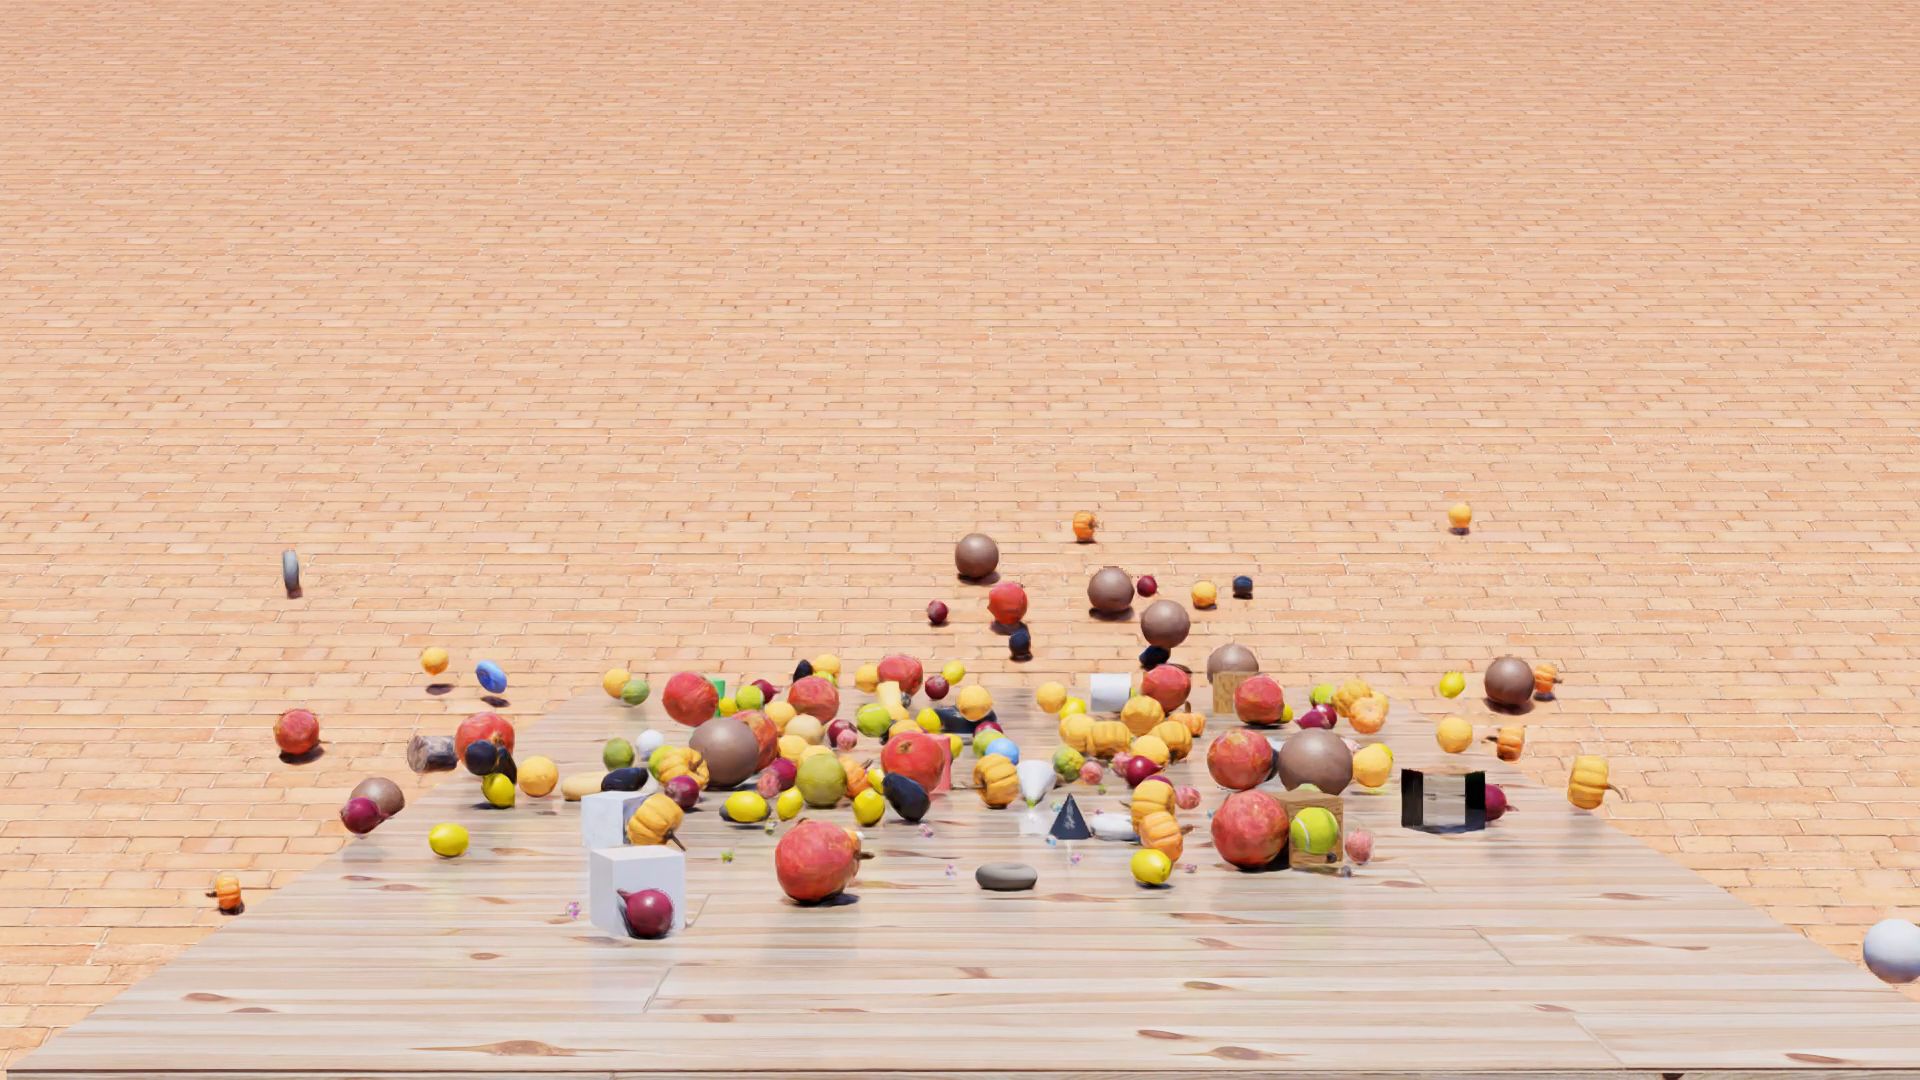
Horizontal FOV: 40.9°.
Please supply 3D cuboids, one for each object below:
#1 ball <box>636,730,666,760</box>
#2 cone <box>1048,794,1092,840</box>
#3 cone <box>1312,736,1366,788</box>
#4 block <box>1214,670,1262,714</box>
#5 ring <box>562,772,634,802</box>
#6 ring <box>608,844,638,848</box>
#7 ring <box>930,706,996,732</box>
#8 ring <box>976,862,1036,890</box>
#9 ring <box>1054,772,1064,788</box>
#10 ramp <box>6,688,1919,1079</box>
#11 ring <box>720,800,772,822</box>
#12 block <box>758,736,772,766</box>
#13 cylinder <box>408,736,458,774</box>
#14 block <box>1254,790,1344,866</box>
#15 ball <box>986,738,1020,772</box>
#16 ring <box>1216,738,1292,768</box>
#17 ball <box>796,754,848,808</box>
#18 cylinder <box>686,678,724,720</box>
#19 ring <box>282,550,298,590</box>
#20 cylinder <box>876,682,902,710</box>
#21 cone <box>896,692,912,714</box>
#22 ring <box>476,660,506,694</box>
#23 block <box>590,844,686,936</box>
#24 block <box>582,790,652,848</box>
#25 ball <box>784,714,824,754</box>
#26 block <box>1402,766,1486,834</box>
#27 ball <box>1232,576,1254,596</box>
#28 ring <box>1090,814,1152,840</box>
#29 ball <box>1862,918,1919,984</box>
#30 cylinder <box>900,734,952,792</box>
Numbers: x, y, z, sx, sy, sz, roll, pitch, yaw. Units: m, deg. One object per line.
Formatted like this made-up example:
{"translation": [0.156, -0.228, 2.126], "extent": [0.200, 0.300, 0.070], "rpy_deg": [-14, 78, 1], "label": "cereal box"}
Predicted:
{"translation": [-0.605, 0.401, 5.040], "extent": [0.059, 0.059, 0.059], "rpy_deg": [0, 24, 0], "label": "ball"}
{"translation": [0.173, 0.431, 4.055], "extent": [0.071, 0.071, 0.071], "rpy_deg": [0, 2, 0], "label": "cone"}
{"translation": [0.678, 0.422, 4.655], "extent": [0.099, 0.099, 0.099], "rpy_deg": [7, 31, 15], "label": "cone"}
{"translation": [0.642, 0.352, 5.957], "extent": [0.090, 0.090, 0.090], "rpy_deg": [1, 2, 22], "label": "block"}
{"translation": [-0.632, 0.431, 4.495], "extent": [0.125, 0.042, 0.125], "rpy_deg": [-1, 2, 0], "label": "ring"}
{"translation": [-0.485, 0.463, 3.763], "extent": [0.087, 0.029, 0.087], "rpy_deg": [1, 1, 0], "label": "ring"}
{"translation": [0.006, 0.387, 5.573], "extent": [0.147, 0.049, 0.147], "rpy_deg": [1, 2, 0], "label": "ring"}
{"translation": [0.064, 0.469, 3.594], "extent": [0.087, 0.029, 0.087], "rpy_deg": [1, 2, 0], "label": "ring"}
{"translation": [0.151, 0.433, 4.648], "extent": [0.075, 0.025, 0.075], "rpy_deg": [1, 1, 0], "label": "ring"}
{"translation": [0.055, 0.499, 4.546], "extent": [2.000, 0.100, 4.000], "rpy_deg": [0, 2, 0], "label": "ramp"}
{"translation": [-0.353, 0.446, 4.240], "extent": [0.087, 0.029, 0.087], "rpy_deg": [-1, 3, 0], "label": "ring"}
{"translation": [-0.395, 0.407, 4.971], "extent": [0.054, 0.054, 0.054], "rpy_deg": [-1, 2, -15], "label": "block"}
{"translation": [-1.046, 0.425, 5.113], "extent": [0.073, 0.073, 0.073], "rpy_deg": [2, 17, -43], "label": "cylinder"}
{"translation": [0.502, 0.427, 3.827], "extent": [0.096, 0.096, 0.096], "rpy_deg": [-1, 2, -26], "label": "block"}
{"translation": [0.080, 0.405, 4.850], "extent": [0.065, 0.065, 0.065], "rpy_deg": [0, 24, 0], "label": "ball"}
{"translation": [0.567, 0.409, 4.963], "extent": [0.146, 0.049, 0.146], "rpy_deg": [-1, 1, 0], "label": "ring"}
{"translation": [-0.235, 0.409, 4.386], "extent": [0.091, 0.091, 0.091], "rpy_deg": [0, 24, 0], "label": "ball"}
{"translation": [-0.576, 0.359, 5.829], "extent": [0.086, 0.086, 0.086], "rpy_deg": [0, 2, 0], "label": "cylinder"}
{"translation": [-1.889, 0.087, 7.270], "extent": [0.038, 0.115, 0.115], "rpy_deg": [-3, 24, -18], "label": "ring"}
{"translation": [-0.160, 0.355, 5.853], "extent": [0.052, 0.052, 0.052], "rpy_deg": [-10, -19, -3], "label": "cylinder"}
{"translation": [-0.141, 0.386, 5.941], "extent": [0.053, 0.053, 0.053], "rpy_deg": [1, 29, 3], "label": "cone"}
{"translation": [-1.209, 0.353, 6.645], "extent": [0.097, 0.097, 0.032], "rpy_deg": [17, 30, 34], "label": "ring"}
{"translation": [-0.413, 0.447, 3.296], "extent": [0.095, 0.095, 0.095], "rpy_deg": [-1, 2, -26], "label": "block"}
{"translation": [-0.529, 0.431, 3.973], "extent": [0.077, 0.077, 0.077], "rpy_deg": [1, 2, 29], "label": "block"}
{"translation": [-0.310, 0.387, 5.129], "extent": [0.081, 0.081, 0.081], "rpy_deg": [0, 24, 0], "label": "ball"}
{"translation": [0.775, 0.416, 4.130], "extent": [0.095, 0.095, 0.095], "rpy_deg": [-1, 2, -26], "label": "block"}
{"translation": [0.796, 0.129, 7.250], "extent": [0.060, 0.060, 0.060], "rpy_deg": [0, 24, 0], "label": "ball"}
{"translation": [0.251, 0.451, 4.041], "extent": [0.098, 0.033, 0.098], "rpy_deg": [4, 1, 0], "label": "ring"}
{"translation": [1.231, 0.540, 3.386], "extent": [0.085, 0.085, 0.085], "rpy_deg": [0, 24, 0], "label": "ball"}
{"translation": [-0.062, 0.400, 4.620], "extent": [0.093, 0.093, 0.093], "rpy_deg": [0, 2, 0], "label": "cylinder"}
